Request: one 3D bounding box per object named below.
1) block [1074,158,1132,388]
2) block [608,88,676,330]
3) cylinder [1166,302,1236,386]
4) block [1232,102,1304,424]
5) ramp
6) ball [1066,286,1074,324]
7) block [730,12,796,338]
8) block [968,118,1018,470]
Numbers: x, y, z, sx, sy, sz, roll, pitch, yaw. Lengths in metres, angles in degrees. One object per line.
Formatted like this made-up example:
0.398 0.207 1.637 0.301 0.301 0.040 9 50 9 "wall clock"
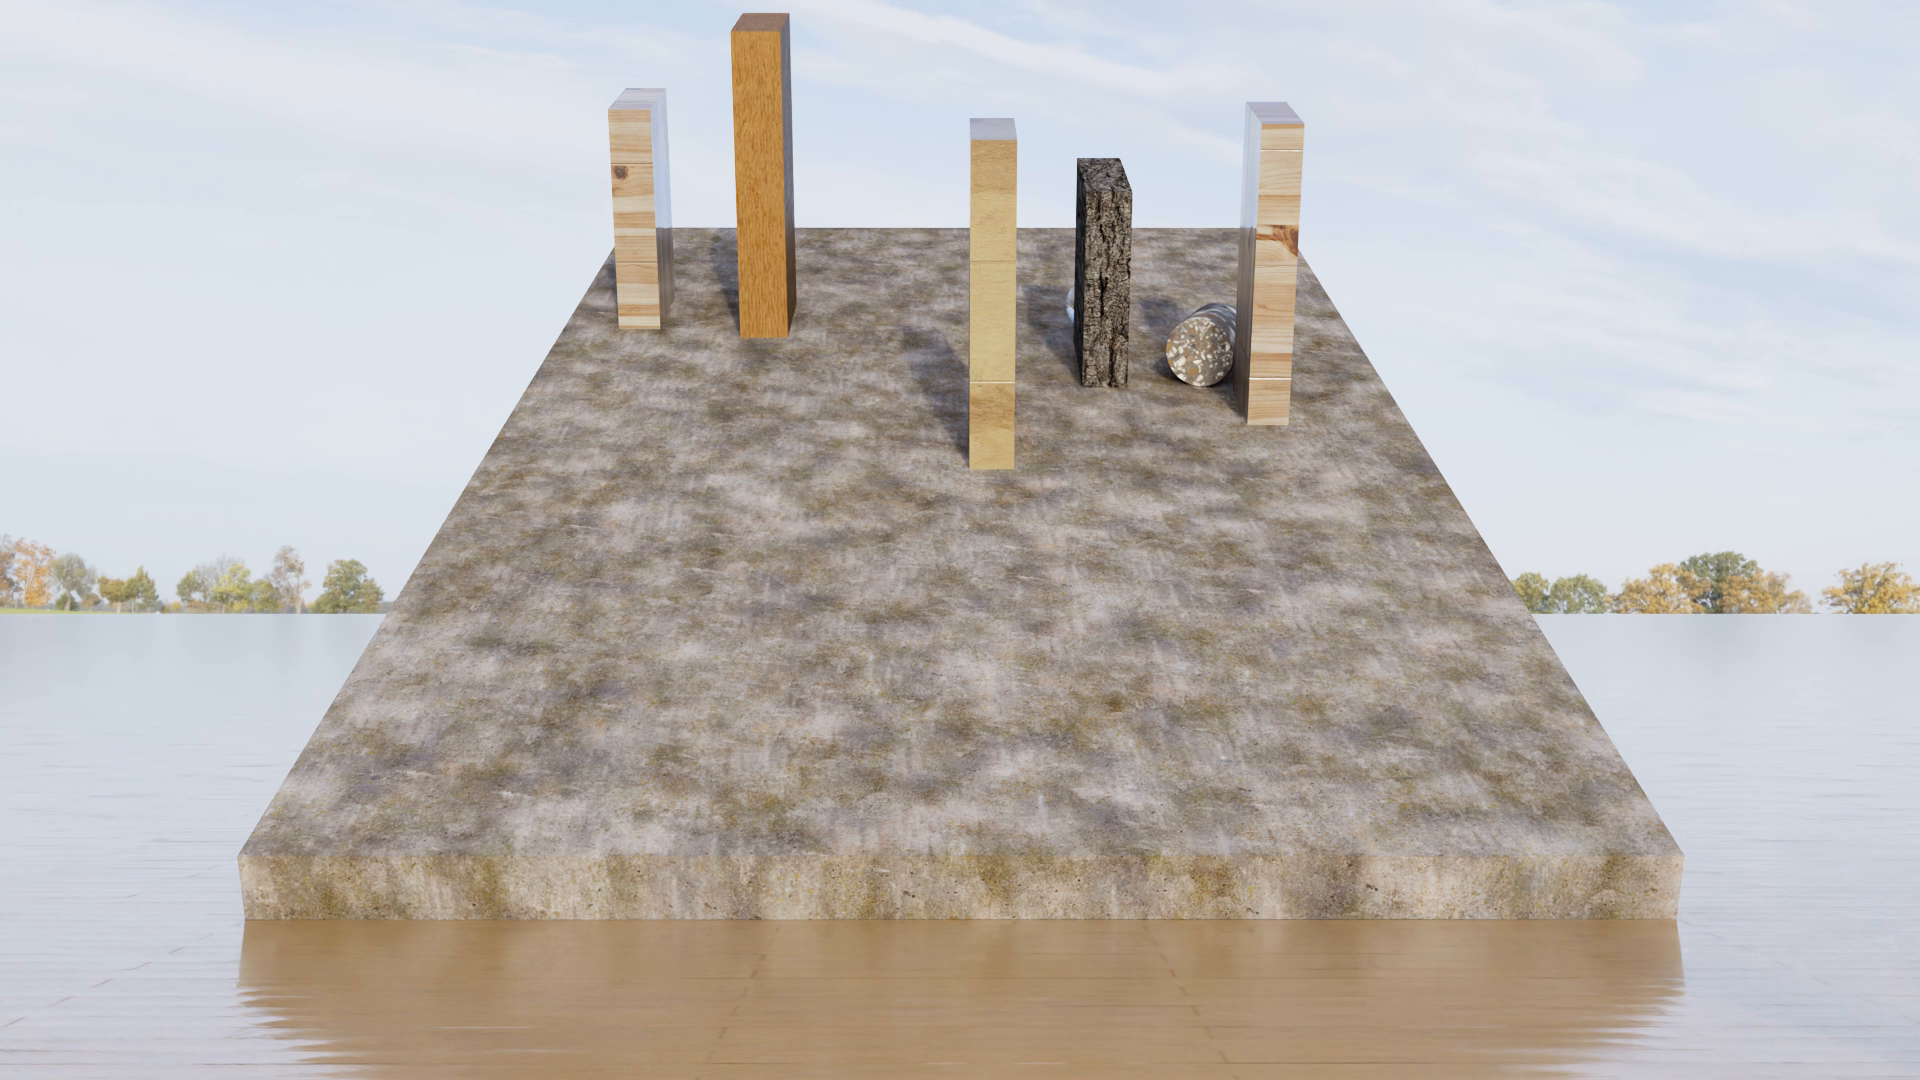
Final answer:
0.336 -0.641 5.395 0.104 0.459 0.409 0 20 0 "block"
-0.814 -0.854 5.828 0.105 0.556 0.331 0 20 0 "block"
0.586 -0.461 5.337 0.162 0.162 0.162 -1 18 24 "cylinder"
0.680 -0.614 5.027 0.091 0.664 0.280 0 20 0 "block"
-0.005 -0.209 5.031 2.000 0.100 4.000 0 20 0 "ramp"
0.340 -0.590 5.709 0.147 0.147 0.147 0 -2 0 "ball"
-0.491 -0.921 5.720 0.119 0.756 0.343 0 20 0 "block"
0.066 -0.512 4.719 0.093 0.685 0.252 0 20 0 "block"
